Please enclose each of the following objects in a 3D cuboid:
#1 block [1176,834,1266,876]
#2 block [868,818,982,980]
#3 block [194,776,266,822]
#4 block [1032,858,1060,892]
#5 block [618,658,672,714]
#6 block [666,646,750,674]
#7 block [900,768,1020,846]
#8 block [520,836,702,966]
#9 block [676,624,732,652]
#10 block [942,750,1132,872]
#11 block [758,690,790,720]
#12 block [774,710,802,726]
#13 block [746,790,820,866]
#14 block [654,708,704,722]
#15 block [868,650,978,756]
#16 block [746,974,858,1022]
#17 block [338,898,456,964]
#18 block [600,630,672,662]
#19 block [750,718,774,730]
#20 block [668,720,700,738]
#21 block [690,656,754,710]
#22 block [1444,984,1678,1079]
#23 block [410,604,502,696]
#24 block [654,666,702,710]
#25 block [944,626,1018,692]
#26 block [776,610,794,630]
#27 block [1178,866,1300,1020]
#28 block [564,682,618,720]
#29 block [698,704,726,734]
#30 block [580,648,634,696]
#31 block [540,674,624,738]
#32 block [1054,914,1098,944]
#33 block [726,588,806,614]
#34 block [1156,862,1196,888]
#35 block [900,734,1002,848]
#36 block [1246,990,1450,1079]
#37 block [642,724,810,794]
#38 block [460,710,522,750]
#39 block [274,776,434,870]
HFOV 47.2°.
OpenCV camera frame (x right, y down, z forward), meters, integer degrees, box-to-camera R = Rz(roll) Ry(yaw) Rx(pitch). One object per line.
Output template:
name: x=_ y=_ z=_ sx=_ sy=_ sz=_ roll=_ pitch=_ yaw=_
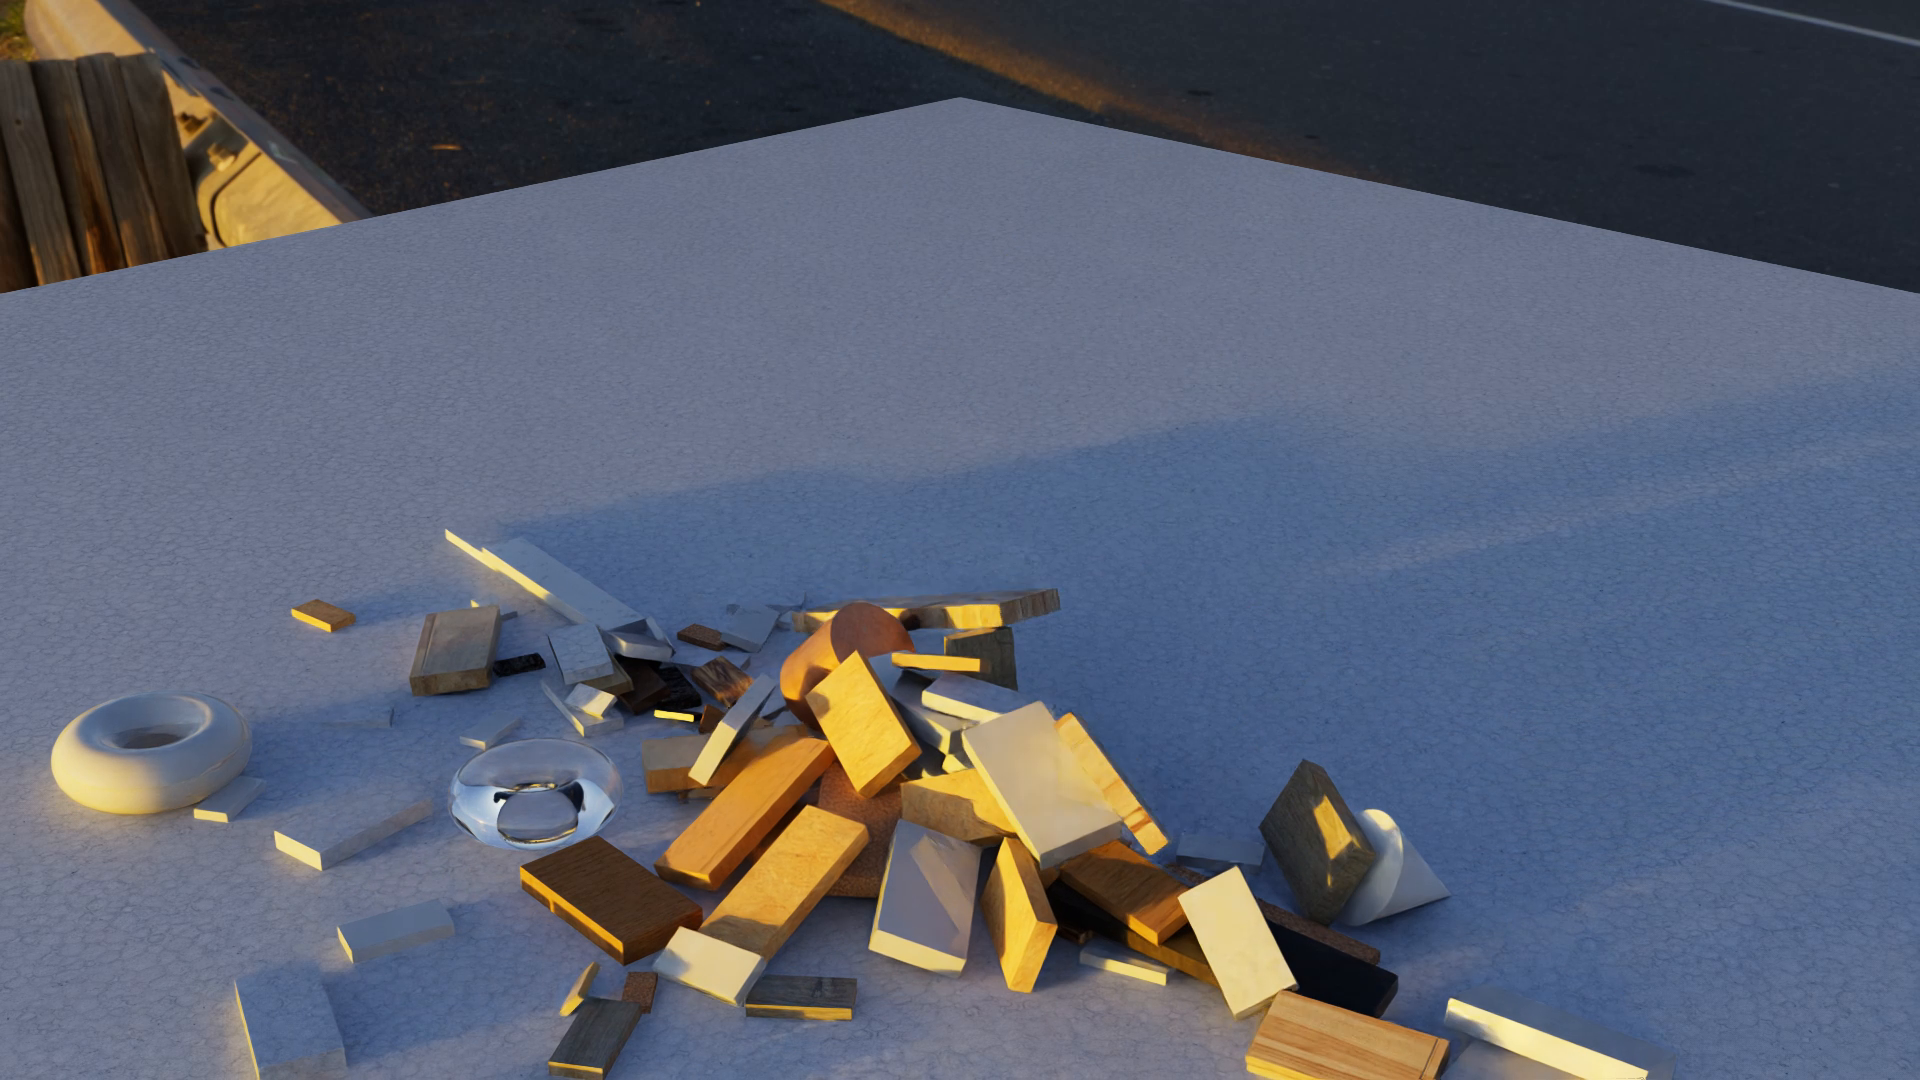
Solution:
block: x=0.508 y=0.613 z=4.286 sx=0.165 sy=0.023 sz=0.082 roll=6 pitch=24 yaw=13
block: x=-0.060 y=0.656 z=4.044 sx=0.168 sy=0.048 sz=0.337 roll=20 pitch=28 yaw=-5
block: x=-1.489 y=0.527 z=4.491 sx=0.073 sy=0.021 sz=0.147 roll=6 pitch=24 yaw=13
block: x=0.145 y=0.639 z=4.125 sx=0.080 sy=0.023 sz=0.160 roll=-24 pitch=41 yaw=-31
block: x=-0.725 y=0.323 z=4.926 sx=0.093 sy=0.026 sz=0.185 roll=-30 pitch=32 yaw=-18
block: x=-0.578 y=0.284 z=5.060 sx=0.170 sy=0.024 sz=0.085 roll=7 pitch=24 yaw=16
block: x=0.032 y=0.515 z=4.231 sx=0.287 sy=0.041 sz=0.144 roll=-13 pitch=60 yaw=14
block: x=-0.655 y=0.670 z=4.118 sx=0.174 sy=0.049 sz=0.348 roll=-19 pitch=30 yaw=-38
block: x=-0.600 y=0.231 z=5.194 sx=0.125 sy=0.018 sz=0.063 roll=15 pitch=27 yaw=31
block: x=0.148 y=0.519 z=4.308 sx=0.179 sy=0.051 sz=0.357 roll=-16 pitch=47 yaw=-42
block: x=-0.412 y=0.367 z=4.873 sx=0.063 sy=0.018 sz=0.125 roll=17 pitch=29 yaw=35
block: x=-0.373 y=0.410 z=4.772 sx=0.063 sy=0.018 sz=0.125 roll=5 pitch=23 yaw=11
block: x=-0.269 y=0.561 z=4.375 sx=0.348 sy=0.049 sz=0.174 roll=-9 pitch=25 yaw=-21
block: x=-0.612 y=0.382 z=4.808 sx=0.099 sy=0.014 sz=0.050 roll=5 pitch=3 yaw=26
block: x=-0.068 y=0.326 z=4.465 sx=0.179 sy=0.051 sz=0.357 roll=-11 pitch=26 yaw=-39
block: x=-0.276 y=0.800 z=3.843 sx=0.184 sy=0.026 sz=0.092 roll=2 pitch=23 yaw=4
block: x=-1.035 y=0.717 z=4.037 sx=0.189 sy=0.027 sz=0.094 roll=-13 pitch=26 yaw=-27
block: x=-0.743 y=0.242 z=5.037 sx=0.109 sy=0.031 sz=0.219 roll=9 pitch=2 yaw=-23
block: x=-0.457 y=0.401 z=4.797 sx=0.099 sy=0.014 sz=0.050 roll=15 pitch=27 yaw=31
block: x=-0.590 y=0.426 z=4.732 sx=0.066 sy=0.019 sz=0.131 roll=4 pitch=23 yaw=9
block: x=-0.523 y=0.322 z=4.935 sx=0.085 sy=0.024 sz=0.170 roll=-29 pitch=38 yaw=-27
block: x=1.001 y=0.832 z=3.667 sx=0.340 sy=0.048 sz=0.170 roll=16 pitch=8 yaw=33
block: x=-1.162 y=0.252 z=5.083 sx=0.171 sy=0.048 sz=0.341 roll=-8 pitch=24 yaw=-3
block: x=-0.651 y=0.336 z=4.939 sx=0.085 sy=0.024 sz=0.170 roll=-11 pitch=25 yaw=-24
block: x=0.050 y=0.330 z=4.620 sx=0.141 sy=0.282 sz=0.040 roll=-10 pitch=12 yaw=-22
block: x=-0.369 y=0.199 z=5.269 sx=0.125 sy=0.018 sz=0.063 roll=10 pitch=25 yaw=23
block: x=0.484 y=0.700 z=3.828 sx=0.120 sy=0.034 sz=0.239 roll=-28 pitch=56 yaw=5
block: x=-0.808 y=0.352 z=4.811 sx=0.110 sy=0.016 sz=0.055 roll=16 pitch=59 yaw=32
block: x=-0.537 y=0.397 z=4.773 sx=0.049 sy=0.014 sz=0.099 roll=29 pitch=23 yaw=-11
block: x=-0.808 y=0.301 z=4.937 sx=0.093 sy=0.026 sz=0.185 roll=-17 pitch=28 yaw=-21
block: x=-0.838 y=0.361 z=4.875 sx=0.093 sy=0.026 sz=0.267 roll=-13 pitch=26 yaw=-27
block: x=0.199 y=0.707 z=4.039 sx=0.061 sy=0.017 sz=0.122 roll=-24 pitch=22 yaw=-36
block: x=-0.472 y=0.151 z=5.372 sx=0.184 sy=0.026 sz=0.092 roll=1 pitch=23 yaw=2
block: x=0.409 y=0.665 z=4.082 sx=0.142 sy=0.071 sz=0.020 roll=27 pitch=-7 yaw=32
block: x=-0.010 y=0.471 z=4.400 sx=0.179 sy=0.051 sz=0.357 roll=-6 pitch=40 yaw=-43
block: x=0.641 y=0.854 z=3.638 sx=0.298 sy=0.042 sz=0.149 roll=13 pitch=44 yaw=27
block: x=-0.481 y=0.454 z=4.583 sx=0.348 sy=0.049 sz=0.174 roll=-5 pitch=17 yaw=-11
block: x=-1.016 y=0.412 z=4.766 sx=0.066 sy=0.019 sz=0.131 roll=11 pitch=25 yaw=24
block: x=-1.206 y=0.562 z=4.386 sx=0.139 sy=0.040 sz=0.279 roll=16 pitch=28 yaw=34
